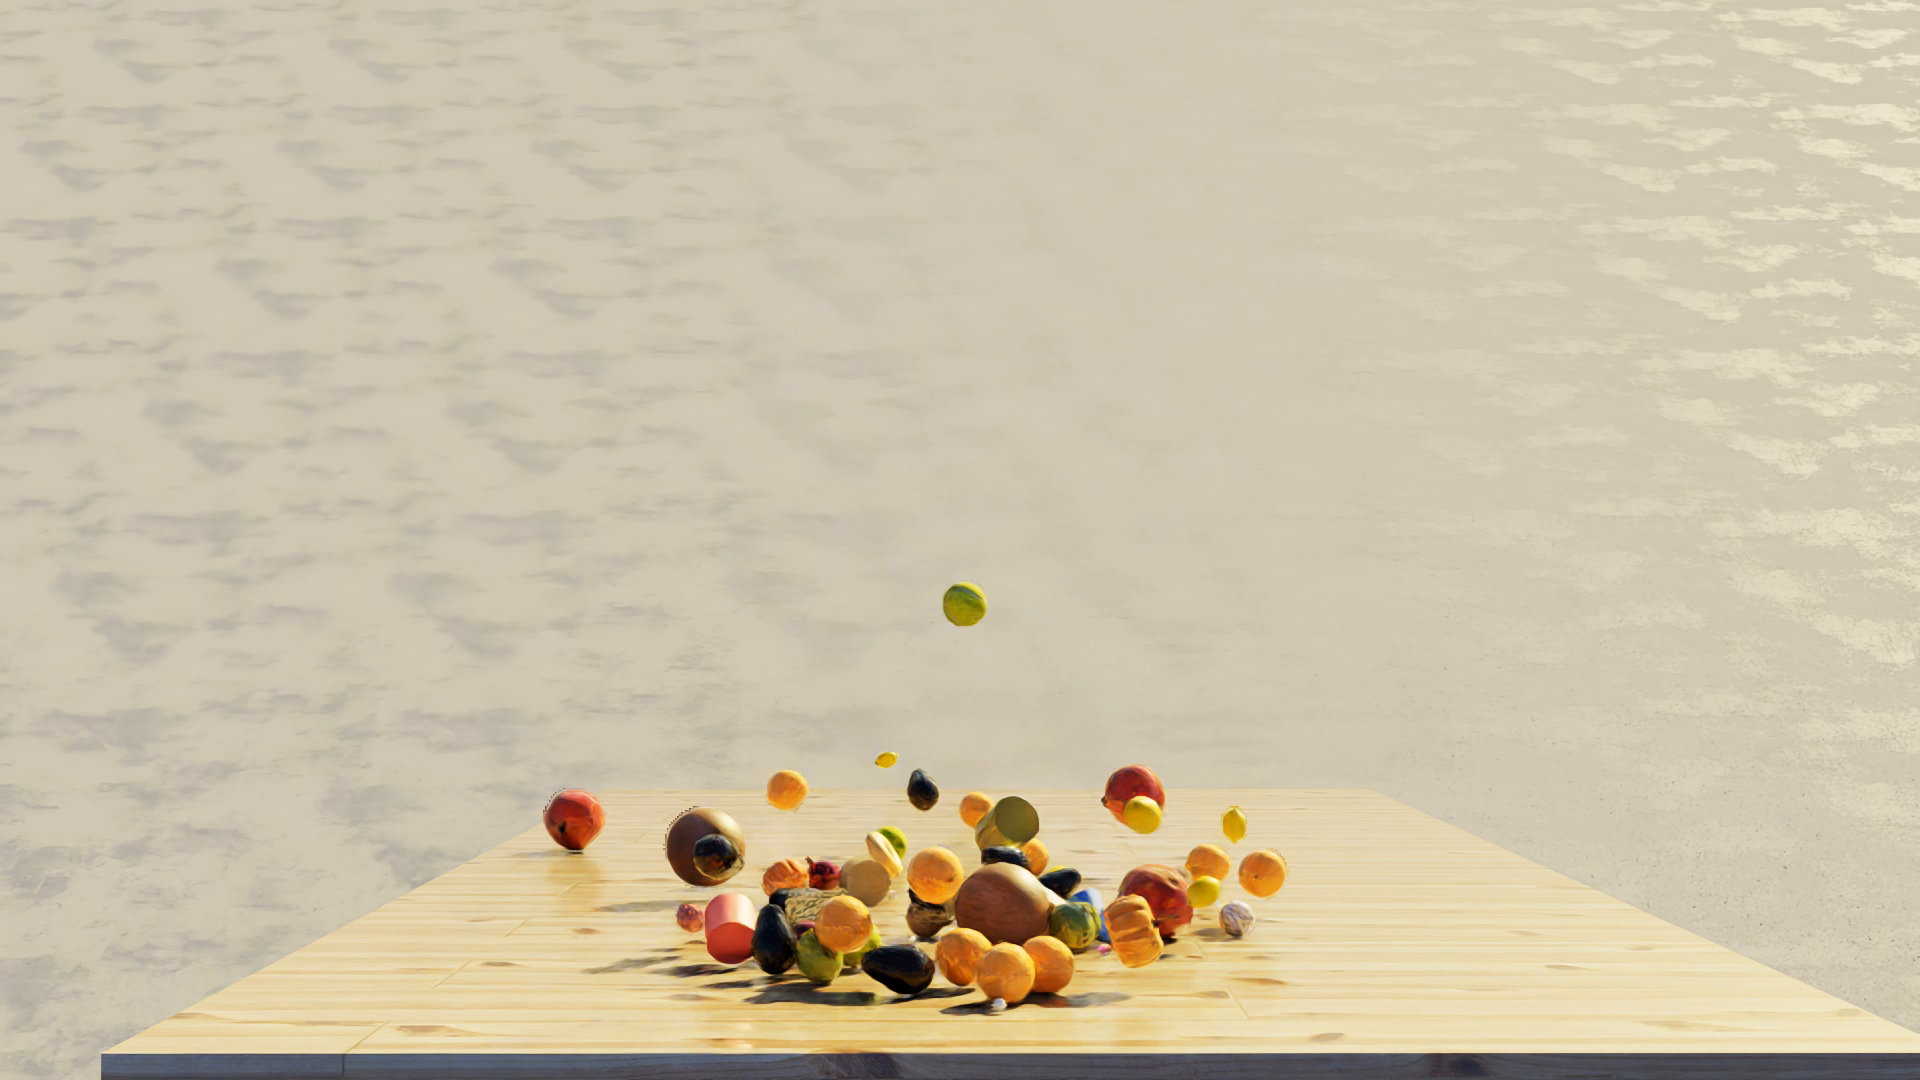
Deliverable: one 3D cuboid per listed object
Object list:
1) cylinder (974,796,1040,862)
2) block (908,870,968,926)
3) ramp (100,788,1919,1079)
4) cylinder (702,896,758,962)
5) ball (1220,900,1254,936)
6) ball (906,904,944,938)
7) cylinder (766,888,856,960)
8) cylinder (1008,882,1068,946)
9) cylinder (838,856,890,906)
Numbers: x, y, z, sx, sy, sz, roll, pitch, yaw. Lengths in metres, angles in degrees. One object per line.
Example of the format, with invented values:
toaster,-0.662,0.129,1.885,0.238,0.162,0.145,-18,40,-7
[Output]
cylinder,0.080,0.494,4.441,0.085,0.085,0.085,12,58,-19
block,-0.030,0.494,3.586,0.053,0.053,0.053,-1,26,33
ramp,0.075,0.652,4.791,2.000,0.100,4.000,0,-1,0
cylinder,-0.306,0.520,3.473,0.068,0.068,0.068,0,15,1
ball,0.403,0.551,3.776,0.052,0.052,0.052,0,34,0
ball,-0.050,0.547,3.769,0.058,0.058,0.058,0,34,0
cylinder,-0.204,0.524,3.543,0.094,0.094,0.094,-1,32,20
cylinder,0.109,0.523,3.631,0.062,0.062,0.062,33,8,-5
cylinder,-0.155,0.551,4.195,0.072,0.072,0.072,-9,1,-13
